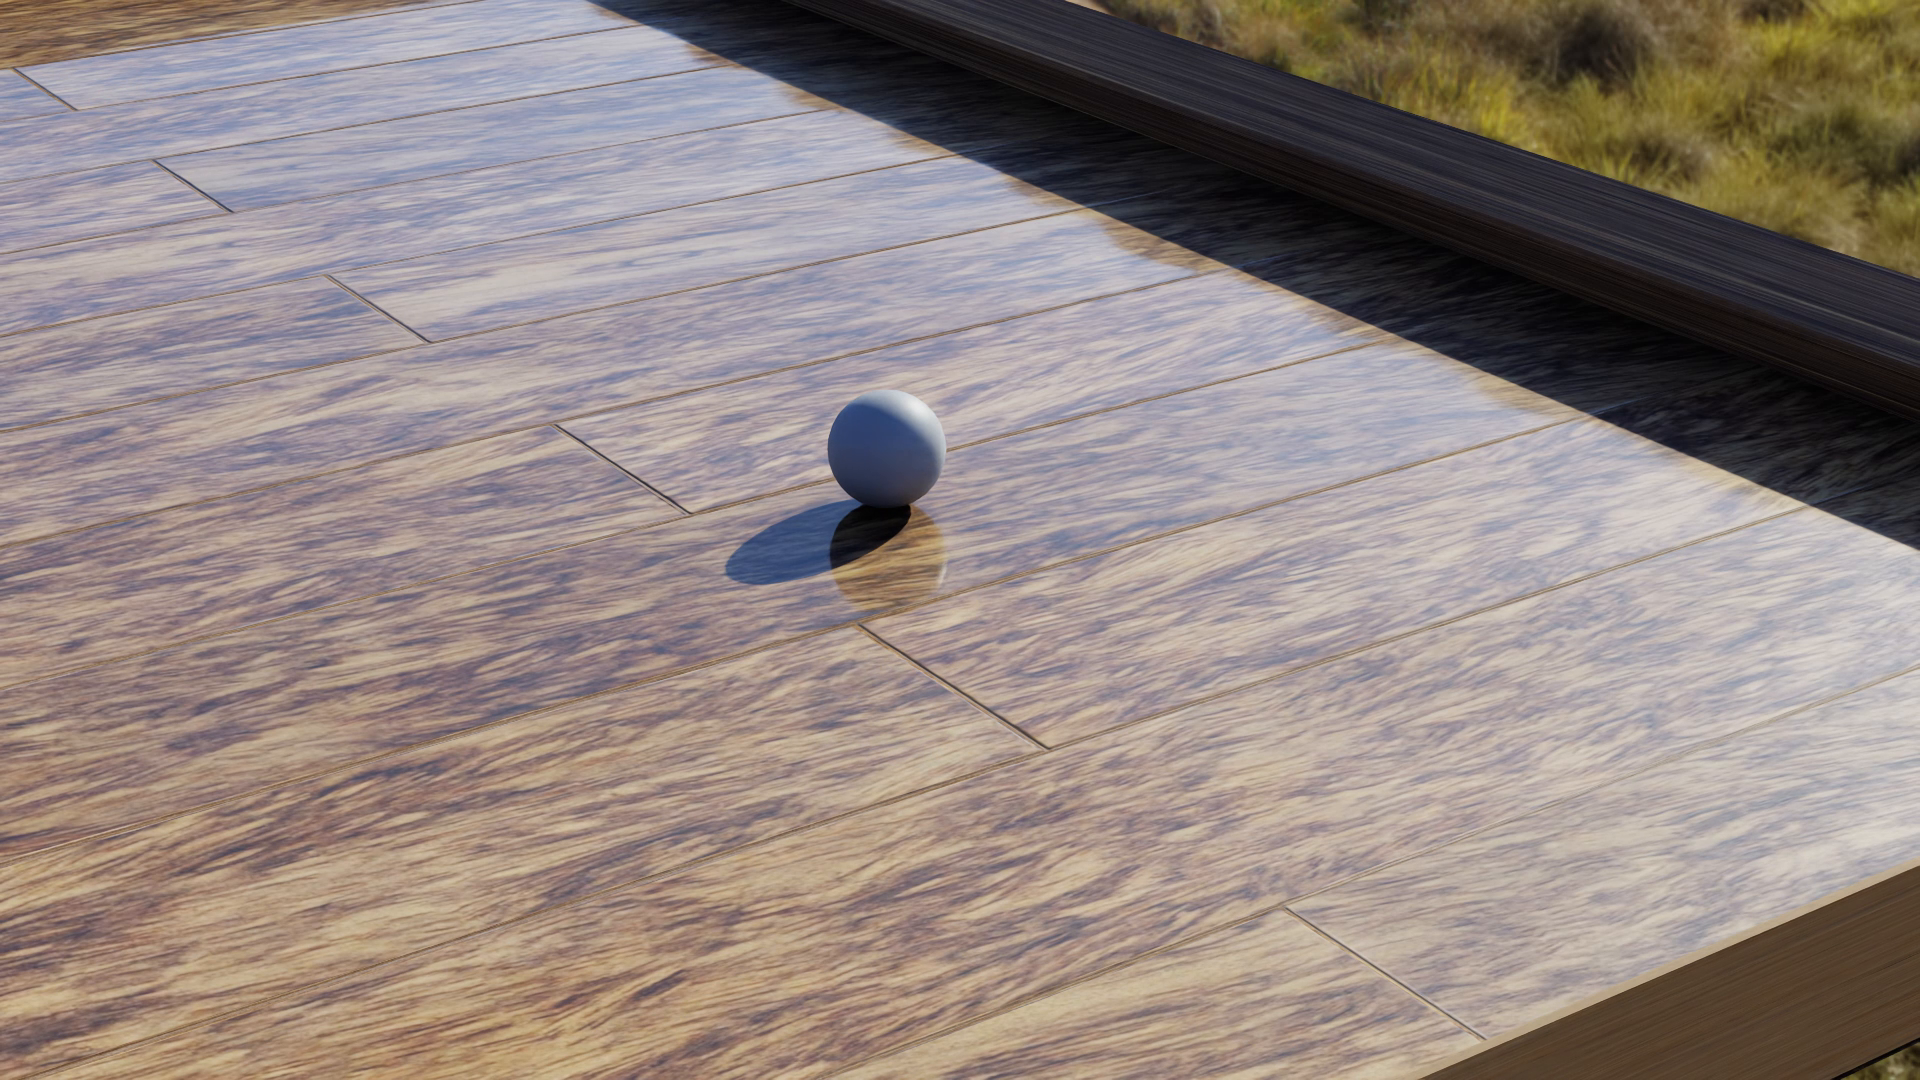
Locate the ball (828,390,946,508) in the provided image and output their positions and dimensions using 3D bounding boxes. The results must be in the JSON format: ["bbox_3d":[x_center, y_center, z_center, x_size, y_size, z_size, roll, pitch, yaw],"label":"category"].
[{"bbox_3d":[-0.060,-0.074,2.407,0.097,0.097,0.097,0,24,0],"label":"ball"}]

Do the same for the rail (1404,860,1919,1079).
[{"bbox_3d":[0.454,0.246,1.634,1.798,0.127,0.045,-15,28,-31],"label":"rail"}]

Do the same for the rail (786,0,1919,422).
[{"bbox_3d":[0.257,-0.493,3.327,0.045,0.127,3.325,-15,28,-31],"label":"rail"}]
